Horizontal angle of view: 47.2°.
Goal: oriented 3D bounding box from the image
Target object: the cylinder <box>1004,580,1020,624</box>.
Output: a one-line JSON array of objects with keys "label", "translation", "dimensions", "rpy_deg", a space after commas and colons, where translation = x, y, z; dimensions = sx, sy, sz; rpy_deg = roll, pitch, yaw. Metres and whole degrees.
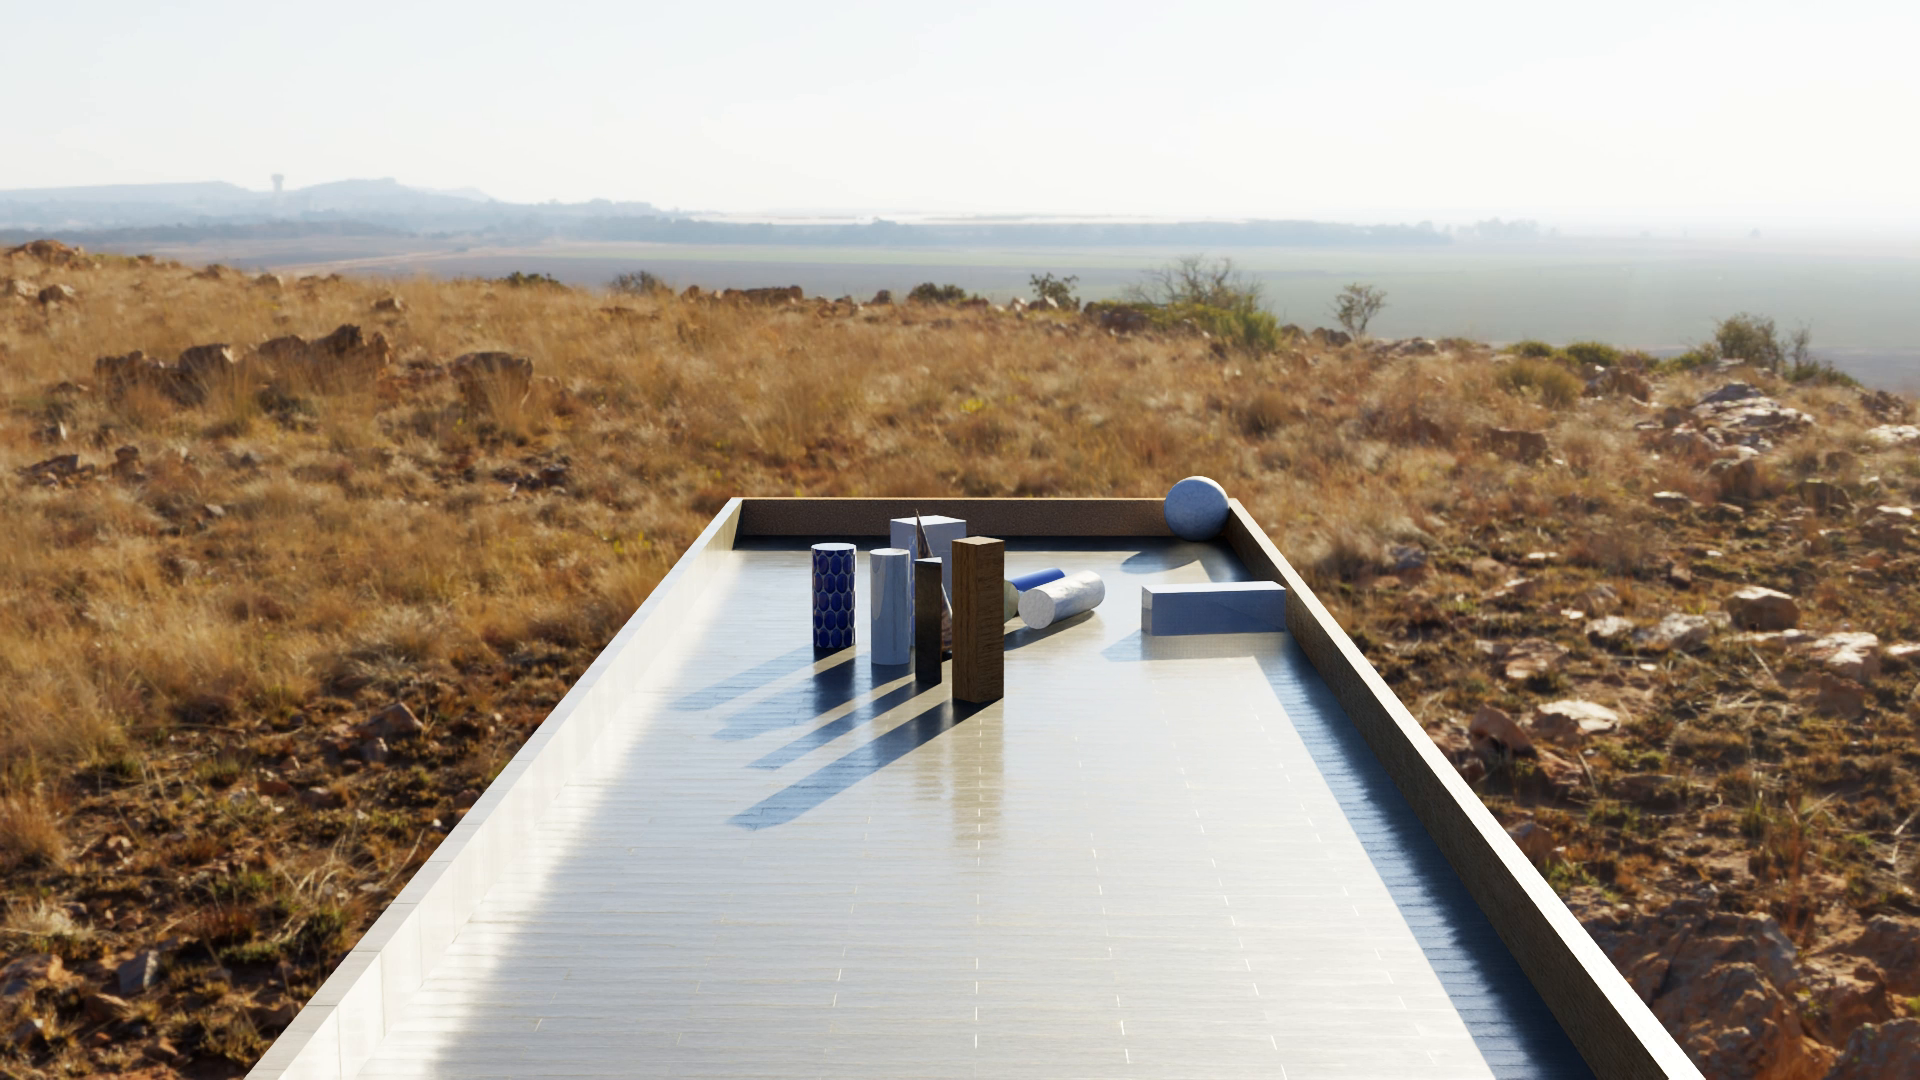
[{"label": "cylinder", "translation": [0.064, 0.178, 7.376], "dimensions": [0.159, 0.159, 0.335], "rpy_deg": [-3, 10, -19]}]

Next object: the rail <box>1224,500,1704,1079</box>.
[{"label": "rail", "translation": [1.046, 0.843, 3.208], "dimensions": [0.050, 0.150, 12.000], "rpy_deg": [0, 9, 1]}]

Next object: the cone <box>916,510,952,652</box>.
[{"label": "cone", "translation": [-0.096, 0.118, 6.789], "dimensions": [0.135, 0.444, 0.135], "rpy_deg": [-10, 5, 1]}]

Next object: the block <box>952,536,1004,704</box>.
[{"label": "block", "translation": [0.050, 0.223, 6.173], "dimensions": [0.104, 0.448, 0.104], "rpy_deg": [-9, 12, -43]}]

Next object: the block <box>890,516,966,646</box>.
[{"label": "block", "translation": [-0.098, 0.130, 6.946], "dimensions": [0.173, 0.386, 0.173], "rpy_deg": [-6, 9, -32]}]

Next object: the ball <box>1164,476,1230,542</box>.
[{"label": "ball", "translation": [0.962, -0.124, 8.936], "dimensions": [0.268, 0.268, 0.268], "rpy_deg": [0, 9, 0]}]

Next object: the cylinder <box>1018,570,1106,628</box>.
[{"label": "cylinder", "translation": [0.342, 0.197, 7.340], "dimensions": [0.133, 0.133, 0.392], "rpy_deg": [5, 10, 28]}]

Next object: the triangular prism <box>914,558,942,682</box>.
[{"label": "triangular prism", "translation": [-0.076, 0.231, 6.415], "dimensions": [0.087, 0.355, 0.076], "rpy_deg": [5, 10, 28]}]

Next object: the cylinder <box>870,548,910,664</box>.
[{"label": "cylinder", "translation": [-0.212, 0.201, 6.665], "dimensions": [0.120, 0.336, 0.120], "rpy_deg": [0, 9, 0]}]

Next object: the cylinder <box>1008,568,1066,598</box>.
[{"label": "cylinder", "translation": [0.244, 0.169, 7.613], "dimensions": [0.104, 0.104, 0.314], "rpy_deg": [6, 11, 34]}]

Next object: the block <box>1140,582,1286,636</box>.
[{"label": "block", "translation": [0.823, 0.223, 7.152], "dimensions": [0.444, 0.142, 0.142], "rpy_deg": [-1, 9, -9]}]

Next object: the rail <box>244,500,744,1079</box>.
[{"label": "rail", "translation": [-1.004, 0.839, 3.234], "dimensions": [0.050, 0.150, 12.000], "rpy_deg": [0, 9, 1]}]

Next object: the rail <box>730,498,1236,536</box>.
[{"label": "rail", "translation": [0.099, -0.098, 9.147], "dimensions": [2.100, 0.150, 0.050], "rpy_deg": [0, 9, 1]}]

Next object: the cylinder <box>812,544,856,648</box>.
[{"label": "cylinder", "translation": [-0.396, 0.173, 6.926], "dimensions": [0.140, 0.310, 0.140], "rpy_deg": [0, 9, 0]}]
